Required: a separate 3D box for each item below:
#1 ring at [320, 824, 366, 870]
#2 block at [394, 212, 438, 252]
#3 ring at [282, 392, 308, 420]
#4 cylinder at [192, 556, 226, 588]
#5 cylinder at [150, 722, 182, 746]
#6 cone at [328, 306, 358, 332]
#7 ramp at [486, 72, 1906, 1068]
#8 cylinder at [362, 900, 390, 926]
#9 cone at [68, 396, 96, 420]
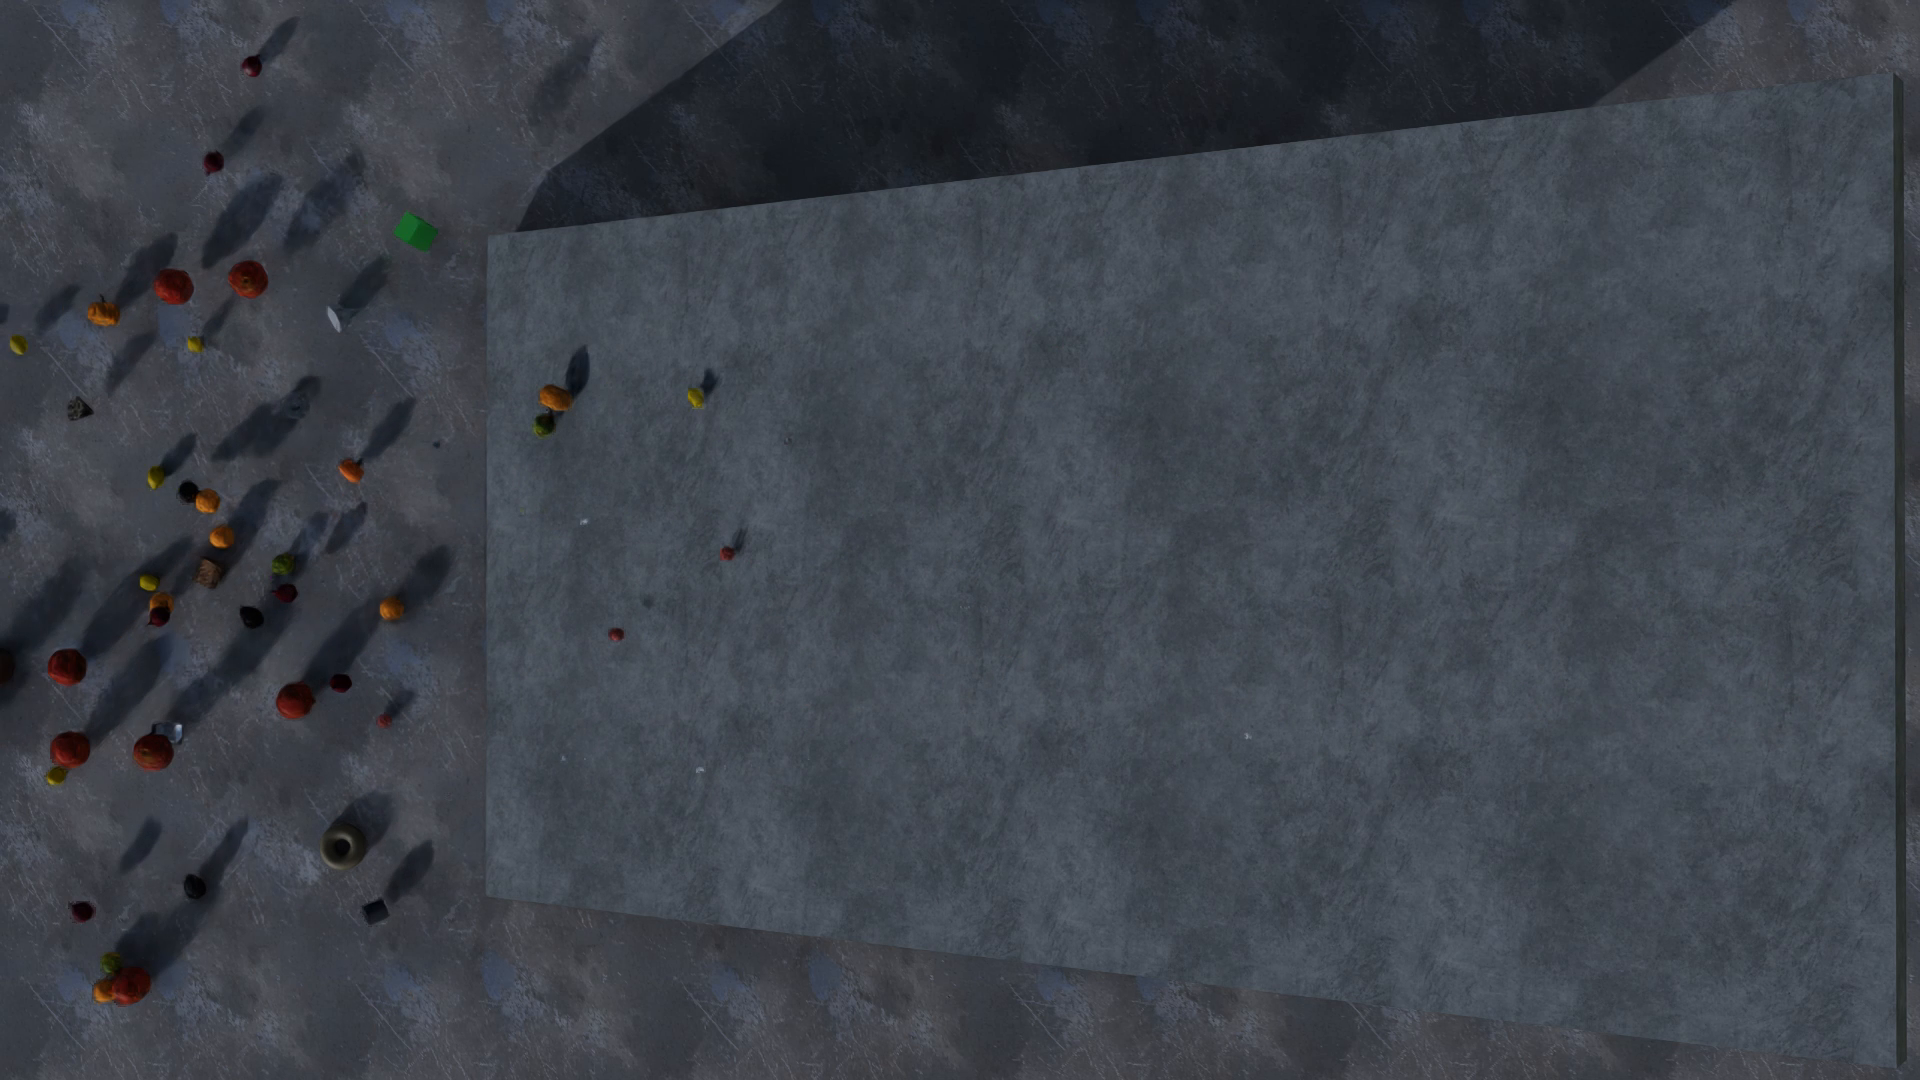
[{"bbox_3d":[-1.883,0.936,6.712,0.143,0.048,0.143,0,87,3],"label":"ring"},{"bbox_3d":[-1.620,-0.918,6.552,0.077,0.077,0.077,35,95,34],"label":"block"},{"bbox_3d":[-2.034,-0.410,6.733,0.082,0.027,0.082,0,91,-1],"label":"ring"},{"bbox_3d":[-2.291,0.100,6.705,0.074,0.074,0.074,27,89,0],"label":"cylinder"},{"bbox_3d":[-2.417,0.592,6.703,0.071,0.071,0.071,-4,90,0],"label":"cylinder"},{"bbox_3d":[-1.877,-0.691,6.730,0.085,0.085,0.085,-28,90,-27],"label":"cone"},{"bbox_3d":[0.250,0.069,5.579,4.000,0.100,2.000,0,89,34],"label":"ramp"},{"bbox_3d":[-1.776,1.132,6.687,0.061,0.061,0.061,-23,90,-23],"label":"cylinder"},{"bbox_3d":[-2.666,-0.394,6.705,0.074,0.074,0.074,-5,79,31],"label":"cone"}]
